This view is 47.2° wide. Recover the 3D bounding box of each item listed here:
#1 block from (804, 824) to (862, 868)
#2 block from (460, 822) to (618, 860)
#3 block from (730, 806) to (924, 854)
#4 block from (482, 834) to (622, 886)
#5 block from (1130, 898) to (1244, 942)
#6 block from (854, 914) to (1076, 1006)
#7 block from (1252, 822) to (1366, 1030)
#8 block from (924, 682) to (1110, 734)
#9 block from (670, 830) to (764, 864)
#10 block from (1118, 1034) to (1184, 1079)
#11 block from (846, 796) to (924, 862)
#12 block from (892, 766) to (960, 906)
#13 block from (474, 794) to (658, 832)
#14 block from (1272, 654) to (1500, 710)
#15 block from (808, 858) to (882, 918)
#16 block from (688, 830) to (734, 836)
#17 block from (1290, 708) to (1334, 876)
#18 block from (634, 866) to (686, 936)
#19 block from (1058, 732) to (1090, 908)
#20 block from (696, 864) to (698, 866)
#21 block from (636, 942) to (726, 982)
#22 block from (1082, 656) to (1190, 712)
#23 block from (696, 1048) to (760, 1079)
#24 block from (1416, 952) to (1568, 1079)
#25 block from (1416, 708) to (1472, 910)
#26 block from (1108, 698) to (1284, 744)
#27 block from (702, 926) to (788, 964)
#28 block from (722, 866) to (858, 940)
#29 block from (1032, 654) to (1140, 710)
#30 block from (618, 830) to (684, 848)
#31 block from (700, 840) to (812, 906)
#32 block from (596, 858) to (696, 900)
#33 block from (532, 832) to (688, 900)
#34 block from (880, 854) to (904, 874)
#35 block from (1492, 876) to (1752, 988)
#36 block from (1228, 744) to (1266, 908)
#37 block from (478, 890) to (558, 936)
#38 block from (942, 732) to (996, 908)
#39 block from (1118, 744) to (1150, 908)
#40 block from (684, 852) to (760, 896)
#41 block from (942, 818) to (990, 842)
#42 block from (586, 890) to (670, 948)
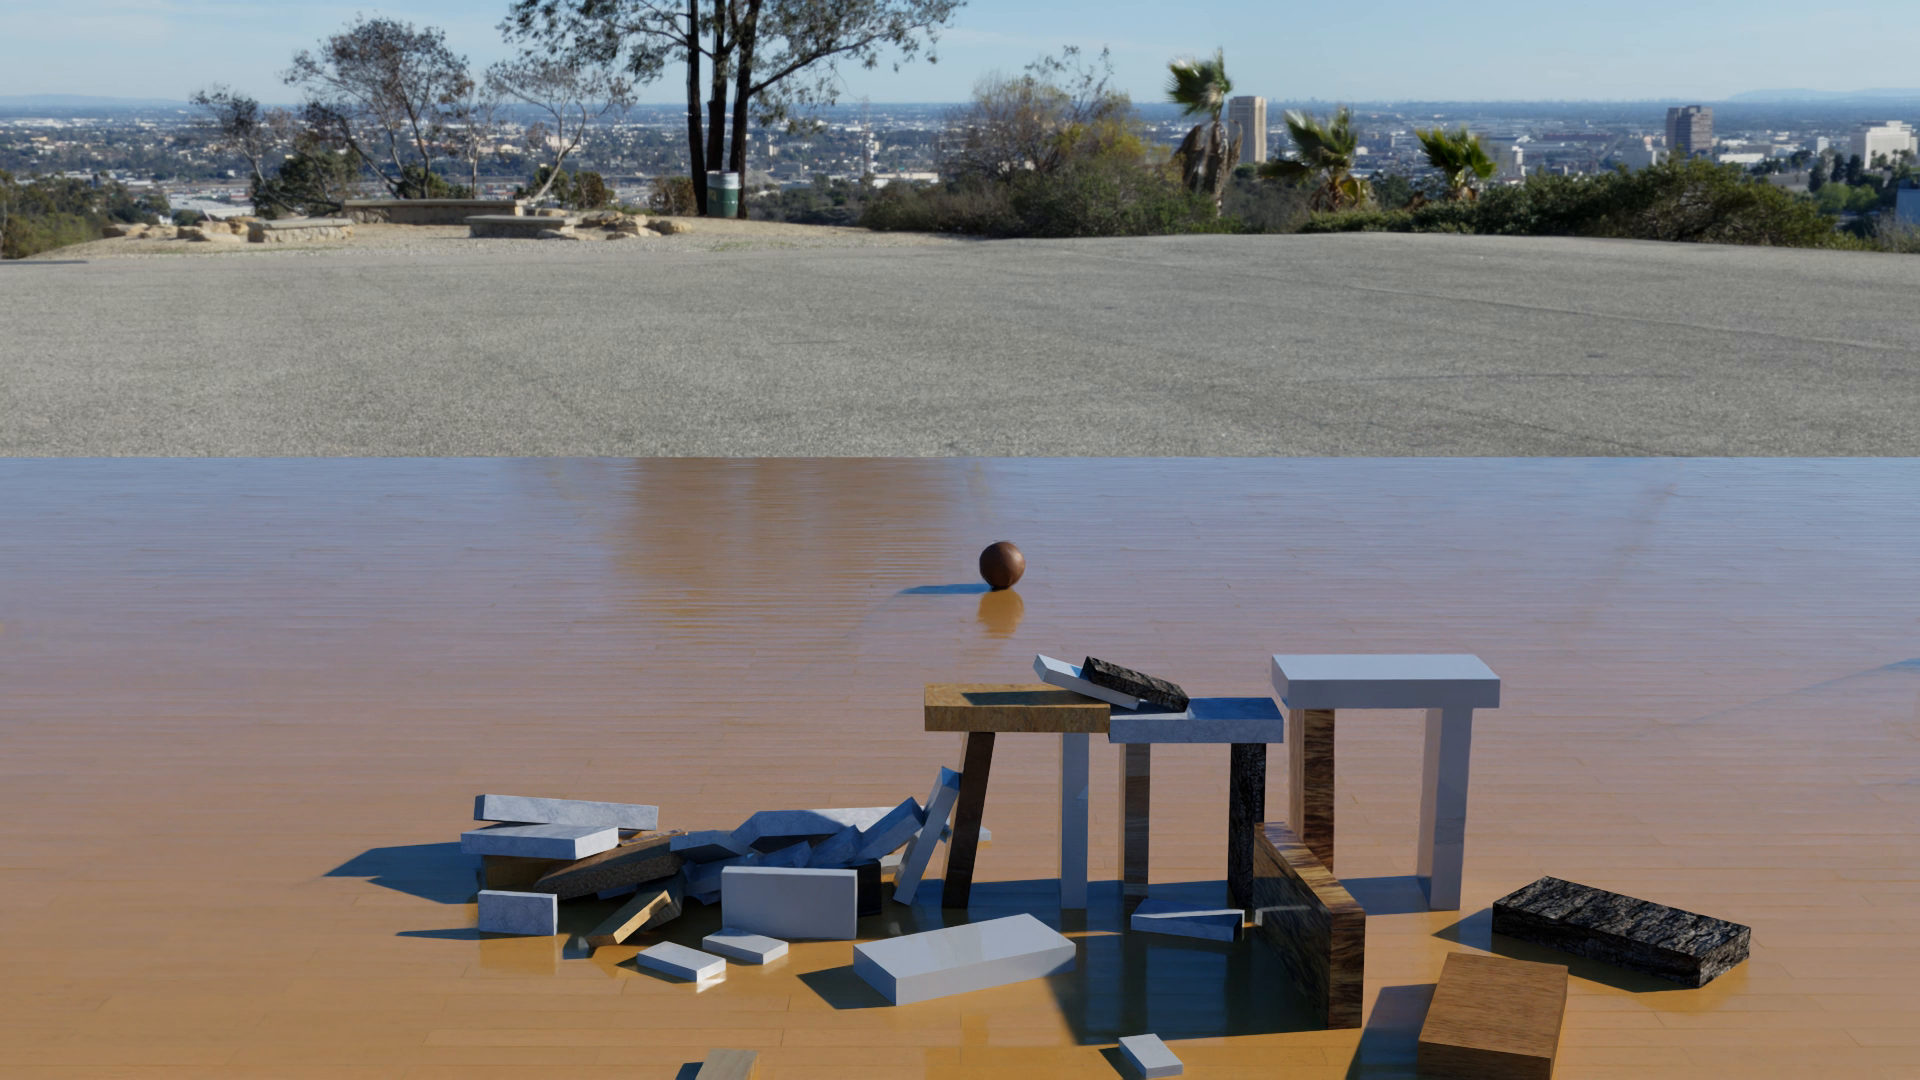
[{"bbox_3d":[-0.247,0.537,3.649,0.176,0.025,0.088,-29,9,8],"label":"block"},{"bbox_3d":[-0.715,0.510,3.740,0.239,0.034,0.120,-1,3,27],"label":"block"},{"bbox_3d":[-0.225,0.500,3.761,0.301,0.043,0.150,1,-22,-25],"label":"block"},{"bbox_3d":[-0.699,0.550,3.790,0.239,0.034,0.120,-3,11,-16],"label":"block"},{"bbox_3d":[0.364,0.607,3.514,0.166,0.023,0.083,4,11,19],"label":"block"},{"bbox_3d":[0.007,0.632,3.326,0.301,0.043,0.150,-5,12,-27],"label":"block"},{"bbox_3d":[0.518,0.570,3.302,0.049,0.173,0.414,-1,11,-7],"label":"block"},{"bbox_3d":[0.091,0.275,3.608,0.298,0.042,0.149,1,11,-1],"label":"block"},{"bbox_3d":[-0.400,0.521,3.661,0.081,0.023,0.203,-12,-23,16],"label":"block"},{"bbox_3d":[0.260,0.705,3.007,0.053,0.015,0.106,-3,11,-16],"label":"block"},{"bbox_3d":[-0.155,0.514,3.654,0.211,0.030,0.106,-37,8,4],"label":"block"},{"bbox_3d":[-0.057,0.489,3.645,0.030,0.211,0.106,22,9,-5],"label":"block"},{"bbox_3d":[-0.697,0.483,3.884,0.301,0.043,0.150,6,-9,-18],"label":"block"},{"bbox_3d":[0.693,0.231,3.602,0.340,0.048,0.170,0,11,-1],"label":"block"},{"bbox_3d":[-0.214,0.569,3.541,0.176,0.088,0.025,-4,11,-22],"label":"block"},{"bbox_3d":[-0.419,0.528,3.877,0.121,0.017,0.061,-1,-21,-4],"label":"block"},{"bbox_3d":[0.580,0.423,3.635,0.048,0.340,0.170,-1,11,1],"label":"block"},{"bbox_3d":[-0.486,0.581,3.547,0.078,0.022,0.157,-25,14,3],"label":"block"},{"bbox_3d":[0.187,0.443,3.644,0.042,0.298,0.149,0,11,0],"label":"block"},{"bbox_3d":[-0.395,0.550,3.821,0.163,0.023,0.081,-2,11,-8],"label":"block"},{"bbox_3d":[-0.424,0.641,3.346,0.125,0.018,0.063,8,13,36],"label":"block"},{"bbox_3d":[0.288,0.236,3.603,0.166,0.023,0.083,18,10,-11],"label":"block"},{"bbox_3d":[-0.314,0.716,2.937,0.066,0.019,0.132,1,11,6],"label":"block"},{"bbox_3d":[0.753,0.672,3.092,0.173,0.049,0.346,4,11,19],"label":"block"},{"bbox_3d":[0.802,0.421,3.644,0.048,0.340,0.170,2,11,4],"label":"block"},{"bbox_3d":[0.382,0.296,3.613,0.280,0.040,0.140,0,11,0],"label":"block"},{"bbox_3d":[-0.333,0.629,3.411,0.122,0.017,0.061,7,13,33],"label":"block"},{"bbox_3d":[-0.269,0.573,3.471,0.212,0.106,0.030,1,11,5],"label":"block"},{"bbox_3d":[0.207,0.232,3.601,0.166,0.023,0.083,18,10,-13],"label":"block"},{"bbox_3d":[-0.530,0.539,3.778,0.122,0.061,0.017,-8,13,-36],"label":"block"},{"bbox_3d":[-0.337,0.549,3.627,0.176,0.025,0.088,-20,9,16],"label":"block"},{"bbox_3d":[-0.523,0.558,3.667,0.157,0.022,0.078,-15,10,5],"label":"block"},{"bbox_3d":[-0.575,0.545,3.650,0.239,0.034,0.120,-14,8,9],"label":"block"},{"bbox_3d":[-0.117,0.559,3.793,0.106,0.015,0.053,-3,11,-18],"label":"block"},{"bbox_3d":[1.030,0.608,3.435,0.346,0.049,0.173,10,14,42],"label":"block"},{"bbox_3d":[0.474,0.453,3.642,0.040,0.280,0.140,0,11,0],"label":"block"},{"bbox_3d":[-0.702,0.591,3.490,0.125,0.063,0.018,2,11,9],"label":"block"},{"bbox_3d":[0.013,0.442,3.643,0.042,0.298,0.149,9,10,-2],"label":"block"},{"bbox_3d":[0.287,0.453,3.642,0.040,0.280,0.140,0,11,0],"label":"block"},{"bbox_3d":[-0.414,0.555,3.622,0.157,0.022,0.078,-16,11,32],"label":"block"},{"bbox_3d":[0.009,0.524,3.981,0.053,0.015,0.106,-5,12,-24],"label":"block"},{"bbox_3d":[-0.521,0.595,3.454,0.066,0.019,0.132,-14,14,38],"label":"block"}]
